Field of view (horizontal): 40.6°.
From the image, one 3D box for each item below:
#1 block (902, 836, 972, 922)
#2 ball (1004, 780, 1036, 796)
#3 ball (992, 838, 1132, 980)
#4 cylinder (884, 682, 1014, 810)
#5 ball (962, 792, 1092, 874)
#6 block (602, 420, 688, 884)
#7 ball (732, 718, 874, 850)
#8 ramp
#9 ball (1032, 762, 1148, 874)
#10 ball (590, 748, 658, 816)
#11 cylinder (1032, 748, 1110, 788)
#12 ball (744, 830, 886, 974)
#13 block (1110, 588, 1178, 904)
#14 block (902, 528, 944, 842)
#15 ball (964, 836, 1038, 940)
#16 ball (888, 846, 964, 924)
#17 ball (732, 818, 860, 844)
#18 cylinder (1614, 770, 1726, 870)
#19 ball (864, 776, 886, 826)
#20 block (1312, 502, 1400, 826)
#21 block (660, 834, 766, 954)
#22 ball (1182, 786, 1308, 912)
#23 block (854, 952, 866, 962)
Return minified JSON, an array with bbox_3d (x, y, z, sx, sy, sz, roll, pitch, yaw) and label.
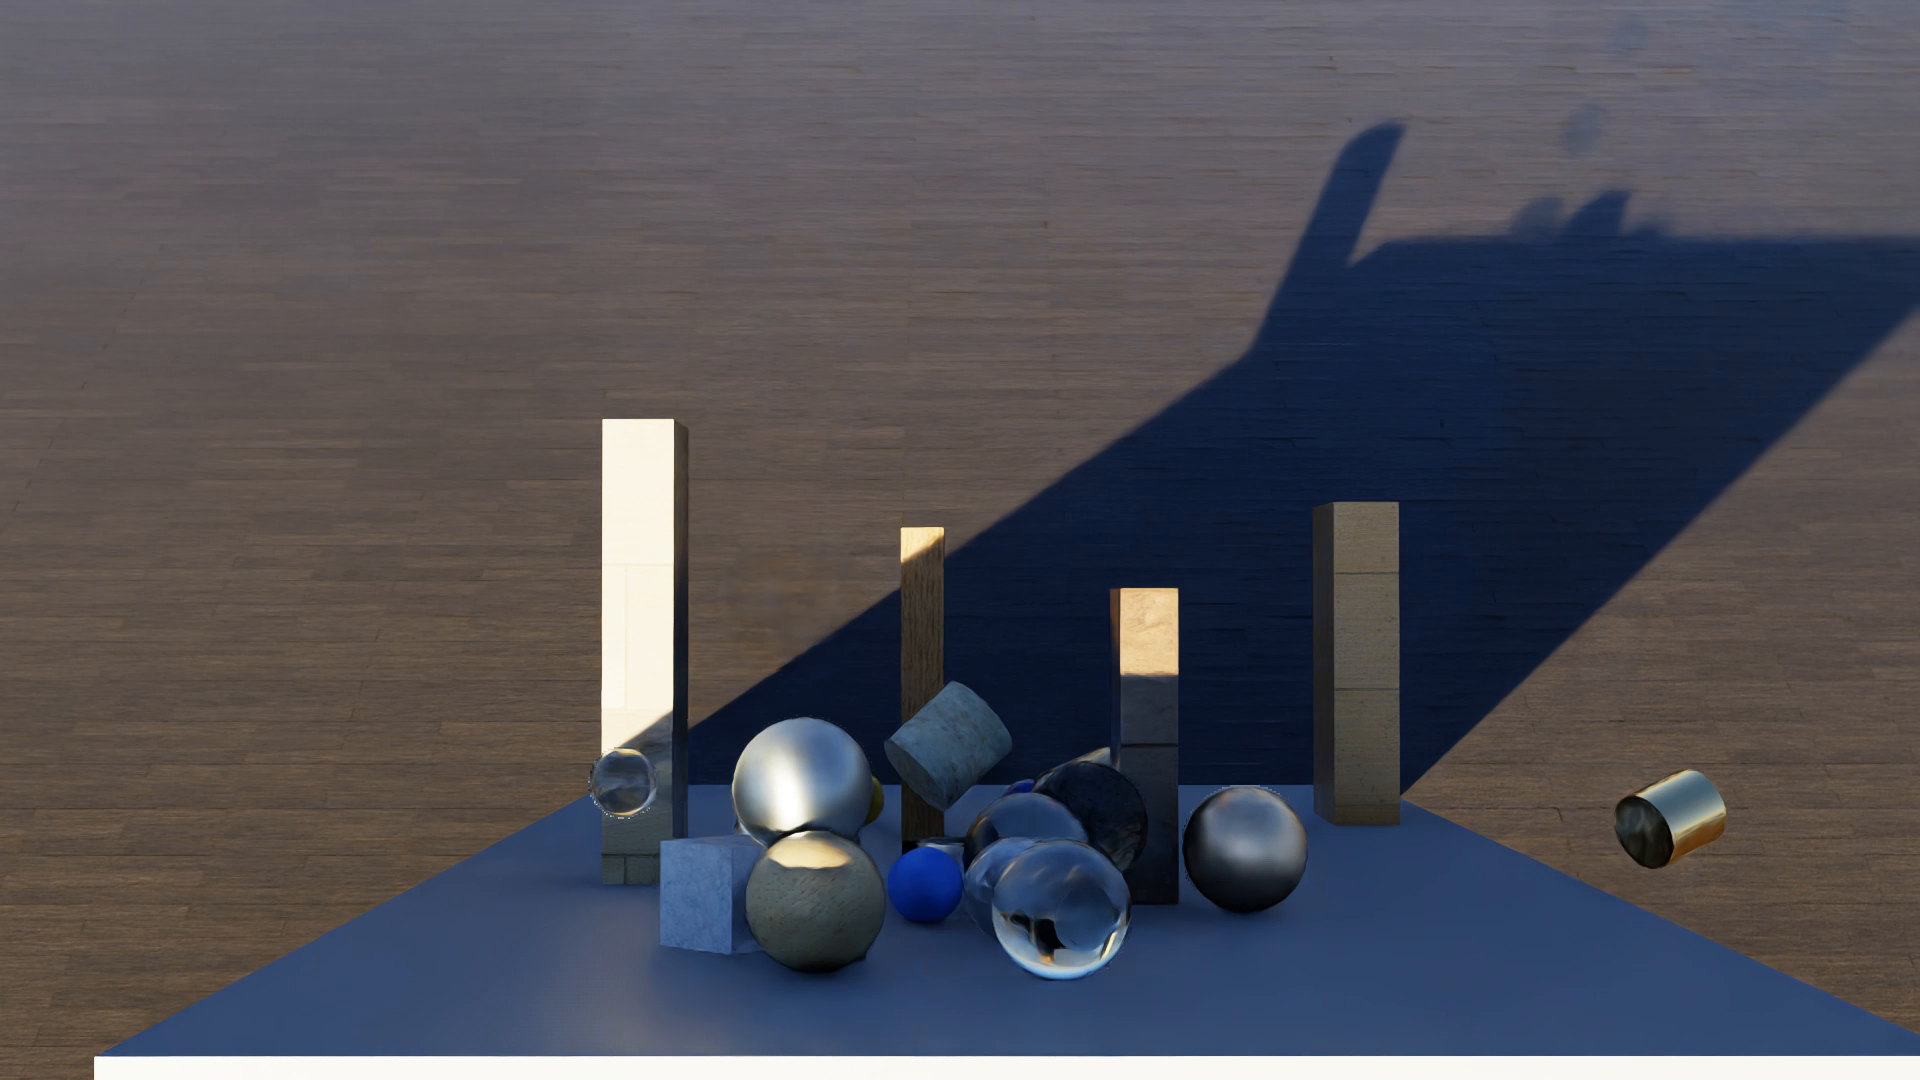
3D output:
[{"bbox_3d":[-0.010,0.522,4.013,0.114,0.114,0.114,-1,-2,38],"label":"block"},{"bbox_3d":[0.141,0.548,5.302,0.118,0.118,0.118,0,33,0],"label":"ball"},{"bbox_3d":[0.131,0.474,3.329,0.181,0.181,0.181,0,33,0],"label":"ball"},{"bbox_3d":[-0.022,0.393,4.942,0.175,0.175,0.175,-41,48,-19],"label":"cylinder"},{"bbox_3d":[0.101,0.477,3.902,0.195,0.195,0.195,0,33,0],"label":"ball"},{"bbox_3d":[-0.553,0.193,4.575,0.121,0.797,0.249,0,-1,0],"label":"block"},{"bbox_3d":[-0.213,0.337,3.529,0.192,0.192,0.192,0,33,0],"label":"ball"},{"bbox_3d":[0.074,0.646,4.772,2.000,0.100,4.000,0,-1,0],"label":"ramp"},{"bbox_3d":[0.196,0.447,4.072,0.198,0.198,0.198,0,33,0],"label":"ball"},{"bbox_3d":[-0.561,0.405,4.336,0.113,0.113,0.113,0,33,0],"label":"ball"},{"bbox_3d":[0.241,0.485,4.905,0.150,0.150,0.150,-19,37,-41],"label":"cylinder"},{"bbox_3d":[-0.189,0.473,3.397,0.185,0.185,0.185,0,33,0],"label":"ball"},{"bbox_3d":[0.303,0.333,4.297,0.092,0.505,0.290,0,-1,0],"label":"block"},{"bbox_3d":[-0.074,0.293,5.287,0.084,0.629,0.280,0,-1,0],"label":"block"},{"bbox_3d":[0.081,0.496,3.673,0.152,0.152,0.152,0,33,0],"label":"ball"},{"bbox_3d":[-0.052,0.519,3.900,0.115,0.115,0.115,0,33,0],"label":"ball"},{"bbox_3d":[-0.256,0.479,4.040,0.202,0.202,0.202,0,33,0],"label":"ball"},{"bbox_3d":[1.262,0.496,4.611,0.138,0.138,0.138,-20,38,-29],"label":"cylinder"},{"bbox_3d":[-0.219,0.555,5.563,0.117,0.117,0.117,0,33,0],"label":"ball"},{"bbox_3d":[0.875,0.269,5.749,0.140,0.695,0.331,0,-1,0],"label":"block"},{"bbox_3d":[-0.319,0.499,3.669,0.147,0.147,0.147,-1,-2,42],"label":"block"},{"bbox_3d":[0.445,0.482,4.049,0.195,0.195,0.195,0,33,0],"label":"ball"},{"bbox_3d":[-0.188,0.516,3.544,0.107,0.107,0.107,0,-1,-11],"label":"block"}]
